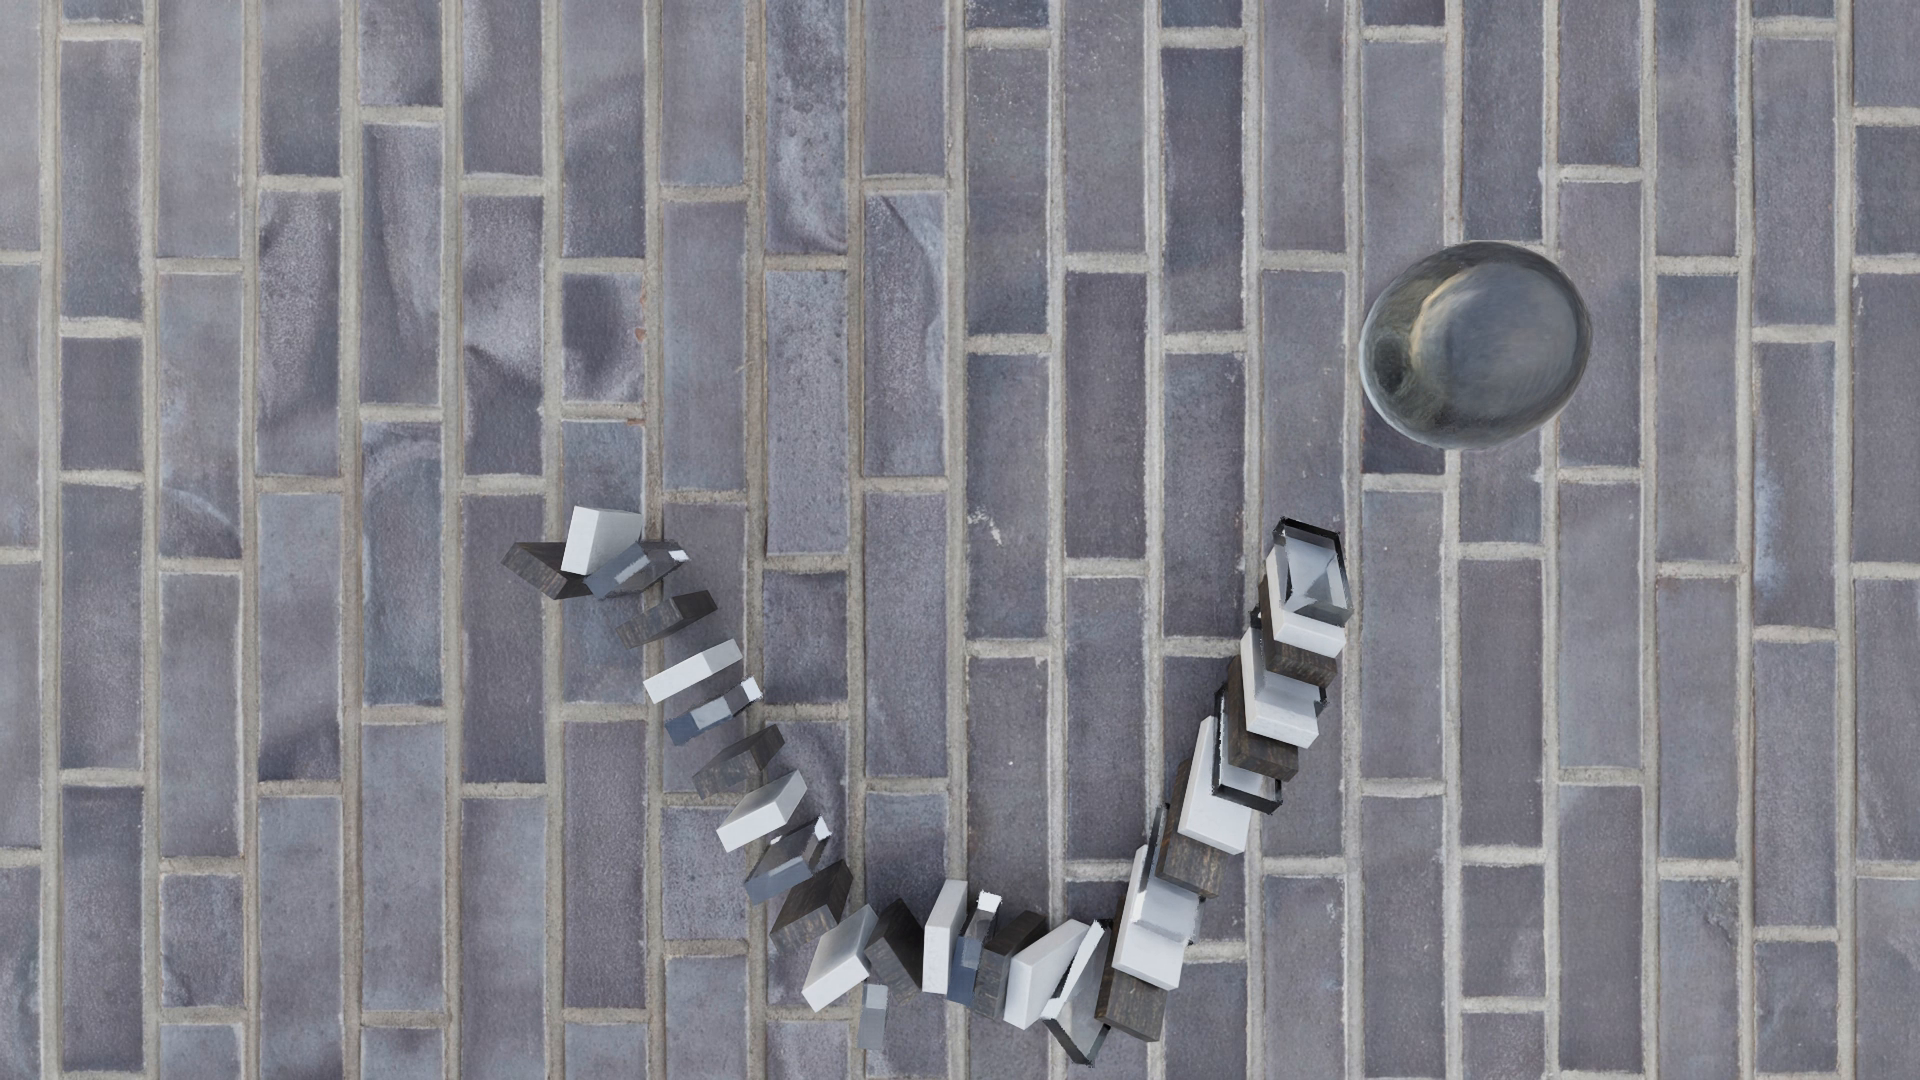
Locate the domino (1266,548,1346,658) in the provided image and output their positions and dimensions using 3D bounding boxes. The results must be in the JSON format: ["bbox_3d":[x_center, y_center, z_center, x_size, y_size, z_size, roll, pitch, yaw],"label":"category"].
[{"bbox_3d":[0.142,0.024,0.378,0.025,0.050,0.009,17,130,0],"label":"domino"}]

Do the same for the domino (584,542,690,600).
[{"bbox_3d":[-0.131,0.012,0.375,0.025,0.050,0.009,-36,90,0],"label":"domino"}]

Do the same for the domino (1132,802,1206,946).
[{"bbox_3d":[0.090,0.139,0.382,0.025,0.010,0.050,23,57,0],"label":"domino"}]

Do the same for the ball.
[{"bbox_3d":[0.200,-0.075,0.360,0.080,0.080,0.080,0,90,0],"label":"ball"}]

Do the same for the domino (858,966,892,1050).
[{"bbox_3d":[-0.033,0.182,0.375,0.009,0.050,0.025,6,90,0],"label":"domino"}]

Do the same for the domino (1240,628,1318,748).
[{"bbox_3d":[0.131,0.060,0.378,0.025,0.050,0.009,17,130,-1],"label":"domino"}]

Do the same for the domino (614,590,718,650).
[{"bbox_3d":[-0.119,0.032,0.375,0.025,0.050,0.010,-29,90,0],"label":"domino"}]

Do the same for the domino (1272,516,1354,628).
[{"bbox_3d":[0.145,0.012,0.378,0.025,0.050,0.010,17,130,0],"label":"domino"}]

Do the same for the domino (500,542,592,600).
[{"bbox_3d":[-0.163,0.012,0.375,0.025,0.050,0.010,35,90,0],"label":"domino"}]

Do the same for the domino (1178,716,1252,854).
[{"bbox_3d":[0.110,0.102,0.384,0.025,0.010,0.050,22,61,0],"label":"domino"}]

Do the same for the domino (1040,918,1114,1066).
[{"bbox_3d":[0.055,0.185,0.378,0.025,0.009,0.050,54,47,-7],"label":"domino"}]

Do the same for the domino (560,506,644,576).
[{"bbox_3d":[-0.145,0.000,0.375,0.010,0.050,0.025,12,90,0],"label":"domino"}]

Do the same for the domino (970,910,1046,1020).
[{"bbox_3d":[0.021,0.173,0.375,0.009,0.050,0.025,11,90,24],"label":"domino"}]

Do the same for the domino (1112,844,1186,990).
[{"bbox_3d":[0.082,0.156,0.382,0.025,0.009,0.050,23,54,0],"label":"domino"}]

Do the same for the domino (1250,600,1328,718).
[{"bbox_3d":[0.135,0.048,0.378,0.025,0.050,0.010,18,130,0],"label":"domino"}]

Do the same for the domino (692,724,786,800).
[{"bbox_3d":[-0.090,0.090,0.375,0.025,0.050,0.010,-26,90,0],"label":"domino"}]

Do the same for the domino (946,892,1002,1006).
[{"bbox_3d":[0.006,0.166,0.375,0.010,0.050,0.025,11,90,12],"label":"domino"}]

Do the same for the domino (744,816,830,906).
[{"bbox_3d":[-0.070,0.130,0.375,0.025,0.050,0.010,-27,90,0],"label":"domino"}]

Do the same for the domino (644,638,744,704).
[{"bbox_3d":[-0.108,0.053,0.375,0.025,0.050,0.010,-27,90,0],"label":"domino"}]

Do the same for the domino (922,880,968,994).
[{"bbox_3d":[-0.006,0.161,0.375,0.009,0.050,0.025,3,90,9],"label":"domino"}]

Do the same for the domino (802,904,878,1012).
[{"bbox_3d":[-0.048,0.170,0.375,0.025,0.050,0.009,-35,90,0],"label":"domino"}]

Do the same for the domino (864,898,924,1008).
[{"bbox_3d":[-0.024,0.167,0.374,0.010,0.050,0.025,-36,84,0],"label":"domino"}]

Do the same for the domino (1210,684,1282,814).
[{"bbox_3d":[0.119,0.085,0.379,0.025,0.010,0.050,18,46,0],"label":"domino"}]

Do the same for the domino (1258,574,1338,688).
[{"bbox_3d":[0.138,0.036,0.378,0.025,0.050,0.009,17,130,0],"label":"domino"}]

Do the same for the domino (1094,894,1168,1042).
[{"bbox_3d":[0.074,0.177,0.380,0.025,0.009,0.050,28,54,-8],"label":"domino"}]

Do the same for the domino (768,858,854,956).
[{"bbox_3d":[-0.060,0.149,0.375,0.025,0.050,0.010,-28,90,0],"label":"domino"}]

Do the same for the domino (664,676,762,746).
[{"bbox_3d":[-0.100,0.069,0.375,0.025,0.050,0.010,-26,90,0],"label":"domino"}]

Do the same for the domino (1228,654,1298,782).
[{"bbox_3d":[0.125,0.073,0.379,0.025,0.050,0.009,17,135,0],"label":"domino"}]

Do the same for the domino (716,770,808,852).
[{"bbox_3d":[-0.080,0.110,0.375,0.025,0.050,0.010,-26,90,0],"label":"domino"}]

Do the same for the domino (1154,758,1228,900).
[{"bbox_3d":[0.100,0.120,0.383,0.025,0.009,0.050,23,60,0],"label":"domino"}]

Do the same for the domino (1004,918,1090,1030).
[{"bbox_3d":[0.037,0.177,0.376,0.009,0.050,0.025,8,93,35],"label":"domino"}]
